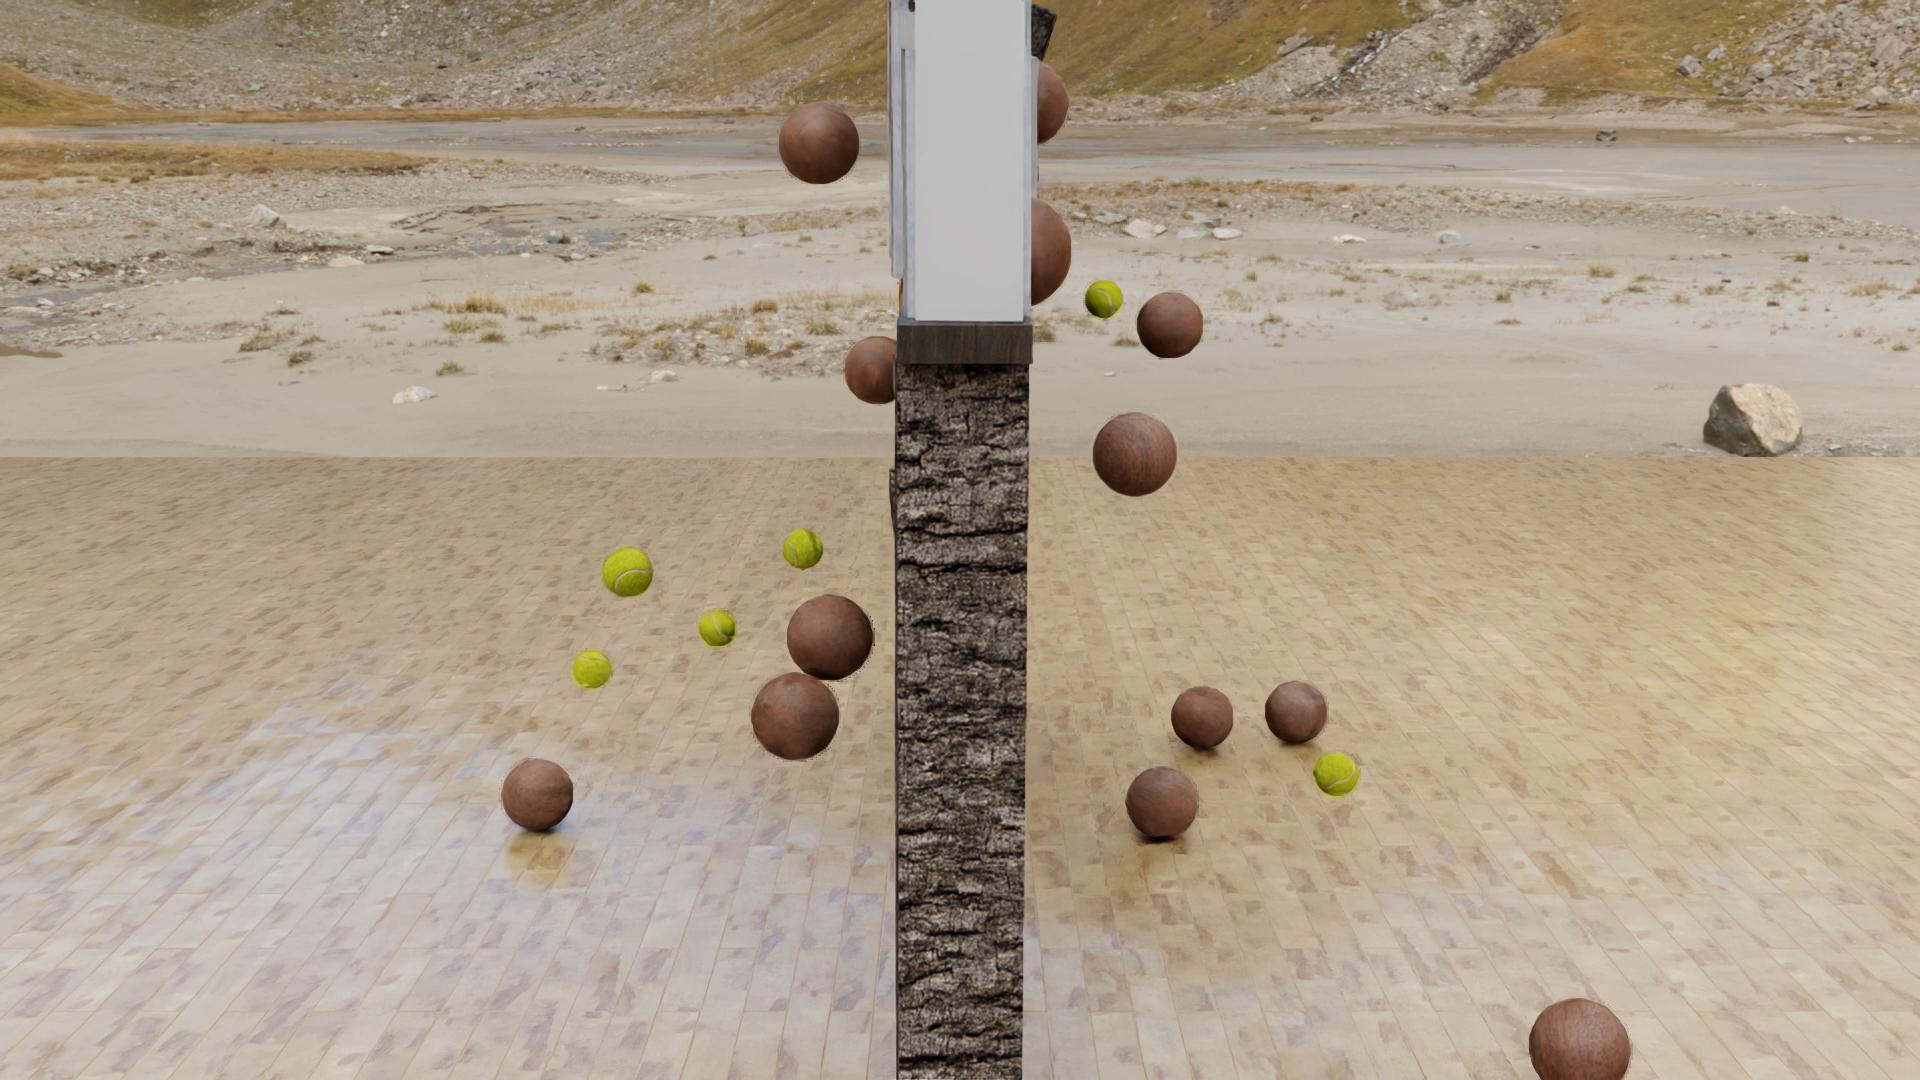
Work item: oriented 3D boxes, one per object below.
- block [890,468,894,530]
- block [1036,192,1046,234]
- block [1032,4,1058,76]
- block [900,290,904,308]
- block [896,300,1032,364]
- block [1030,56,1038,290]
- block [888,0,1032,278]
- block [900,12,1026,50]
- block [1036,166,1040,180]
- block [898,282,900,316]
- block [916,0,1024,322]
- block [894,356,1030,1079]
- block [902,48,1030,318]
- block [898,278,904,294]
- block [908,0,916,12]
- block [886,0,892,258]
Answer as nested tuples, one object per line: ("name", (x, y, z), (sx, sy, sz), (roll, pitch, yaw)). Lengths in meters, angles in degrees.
("block", (-0.012, -0.054, 3.124), (0.170, 0.048, 0.340), (-1, 11, -3))
("block", (0.097, -0.637, 4.469), (0.164, 0.082, 0.023), (-32, 38, -24))
("block", (0.073, -0.786, 4.266), (0.083, 0.517, 0.024), (23, 25, 11))
("block", (-0.011, -0.199, 3.002), (0.140, 0.281, 0.040), (-1, 11, -3))
("block", (0.005, -0.236, 2.472), (0.144, 0.041, 0.289), (0, 11, 0))
("block", (0.022, -0.435, 2.613), (0.135, 0.271, 0.038), (-1, 15, -3))
("block", (0.000, -0.522, 2.816), (0.177, 0.366, 0.050), (-1, 12, -5))
("block", (0.004, -0.568, 2.477), (0.135, 0.038, 0.271), (0, 11, 0))
("block", (0.073, -0.750, 4.524), (0.164, 0.023, 0.082), (11, 37, 16))
("block", (-0.018, -0.233, 3.187), (0.140, 0.281, 0.040), (-1, 11, -2))
("block", (0.010, -0.511, 2.328), (0.115, 0.554, 0.033), (0, 7, 0))
("block", (0.000, 0.293, 2.504), (0.144, 1.008, 0.041), (-1, 12, -6))
("block", (0.007, -0.388, 2.396), (0.135, 0.286, 0.038), (-2, 10, -9))
("block", (-0.013, -0.374, 3.065), (0.140, 0.040, 0.281), (-1, 10, -2))
("block", (0.007, -0.788, 2.530), (0.133, 0.373, 0.038), (0, 6, 1))
("block", (-0.012, -0.572, 3.052), (0.177, 0.354, 0.050), (-1, 13, -2))
